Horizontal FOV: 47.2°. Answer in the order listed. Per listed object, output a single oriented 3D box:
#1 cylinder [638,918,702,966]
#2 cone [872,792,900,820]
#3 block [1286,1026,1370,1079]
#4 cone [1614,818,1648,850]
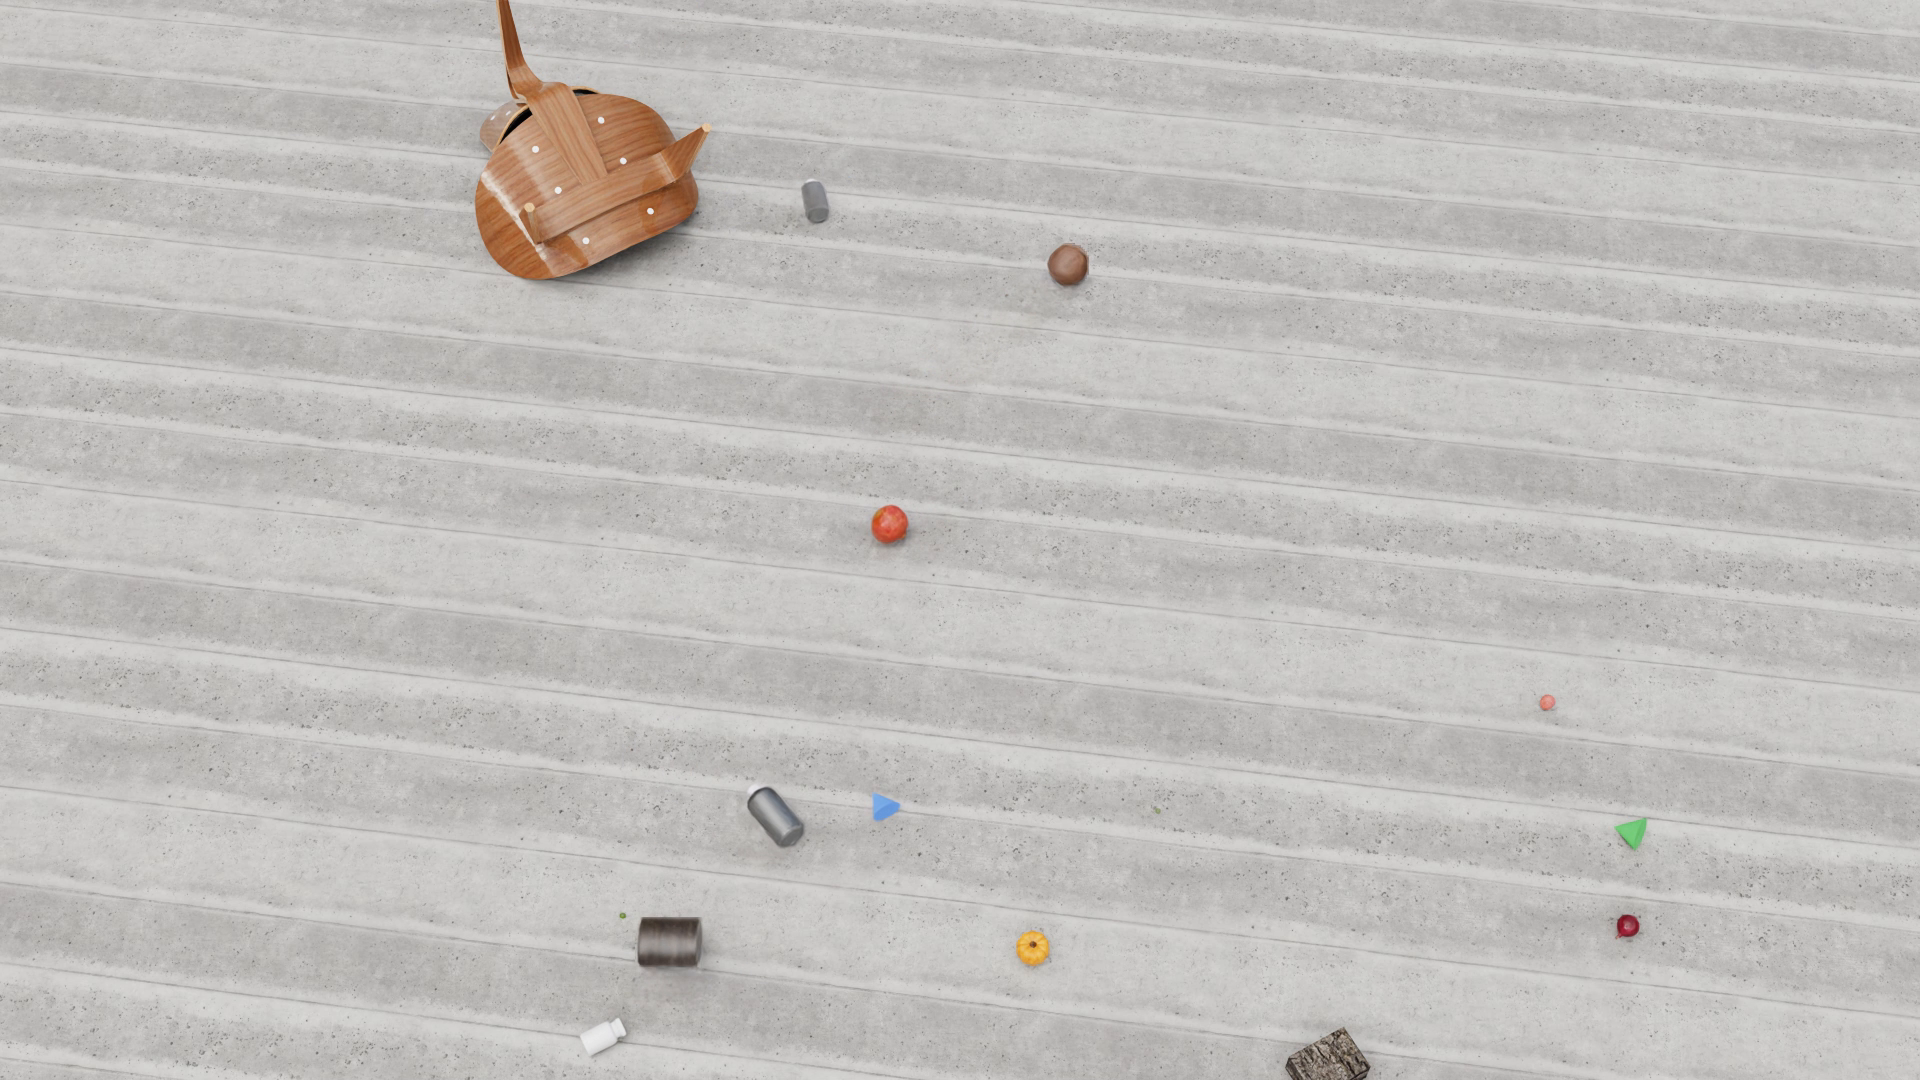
[{"bbox_3d":[-0.763,1.060,5.791,0.152,0.114,0.137,0,28,0],"label":"cylinder"},{"bbox_3d":[-0.222,0.723,6.075,0.085,0.049,0.086,-26,44,-16],"label":"cone"},{"bbox_3d":[0.940,1.348,5.621,0.168,0.081,0.122,-24,59,-15],"label":"block"},{"bbox_3d":[1.826,0.795,6.023,0.076,0.062,0.100,14,59,36],"label":"cone"}]
